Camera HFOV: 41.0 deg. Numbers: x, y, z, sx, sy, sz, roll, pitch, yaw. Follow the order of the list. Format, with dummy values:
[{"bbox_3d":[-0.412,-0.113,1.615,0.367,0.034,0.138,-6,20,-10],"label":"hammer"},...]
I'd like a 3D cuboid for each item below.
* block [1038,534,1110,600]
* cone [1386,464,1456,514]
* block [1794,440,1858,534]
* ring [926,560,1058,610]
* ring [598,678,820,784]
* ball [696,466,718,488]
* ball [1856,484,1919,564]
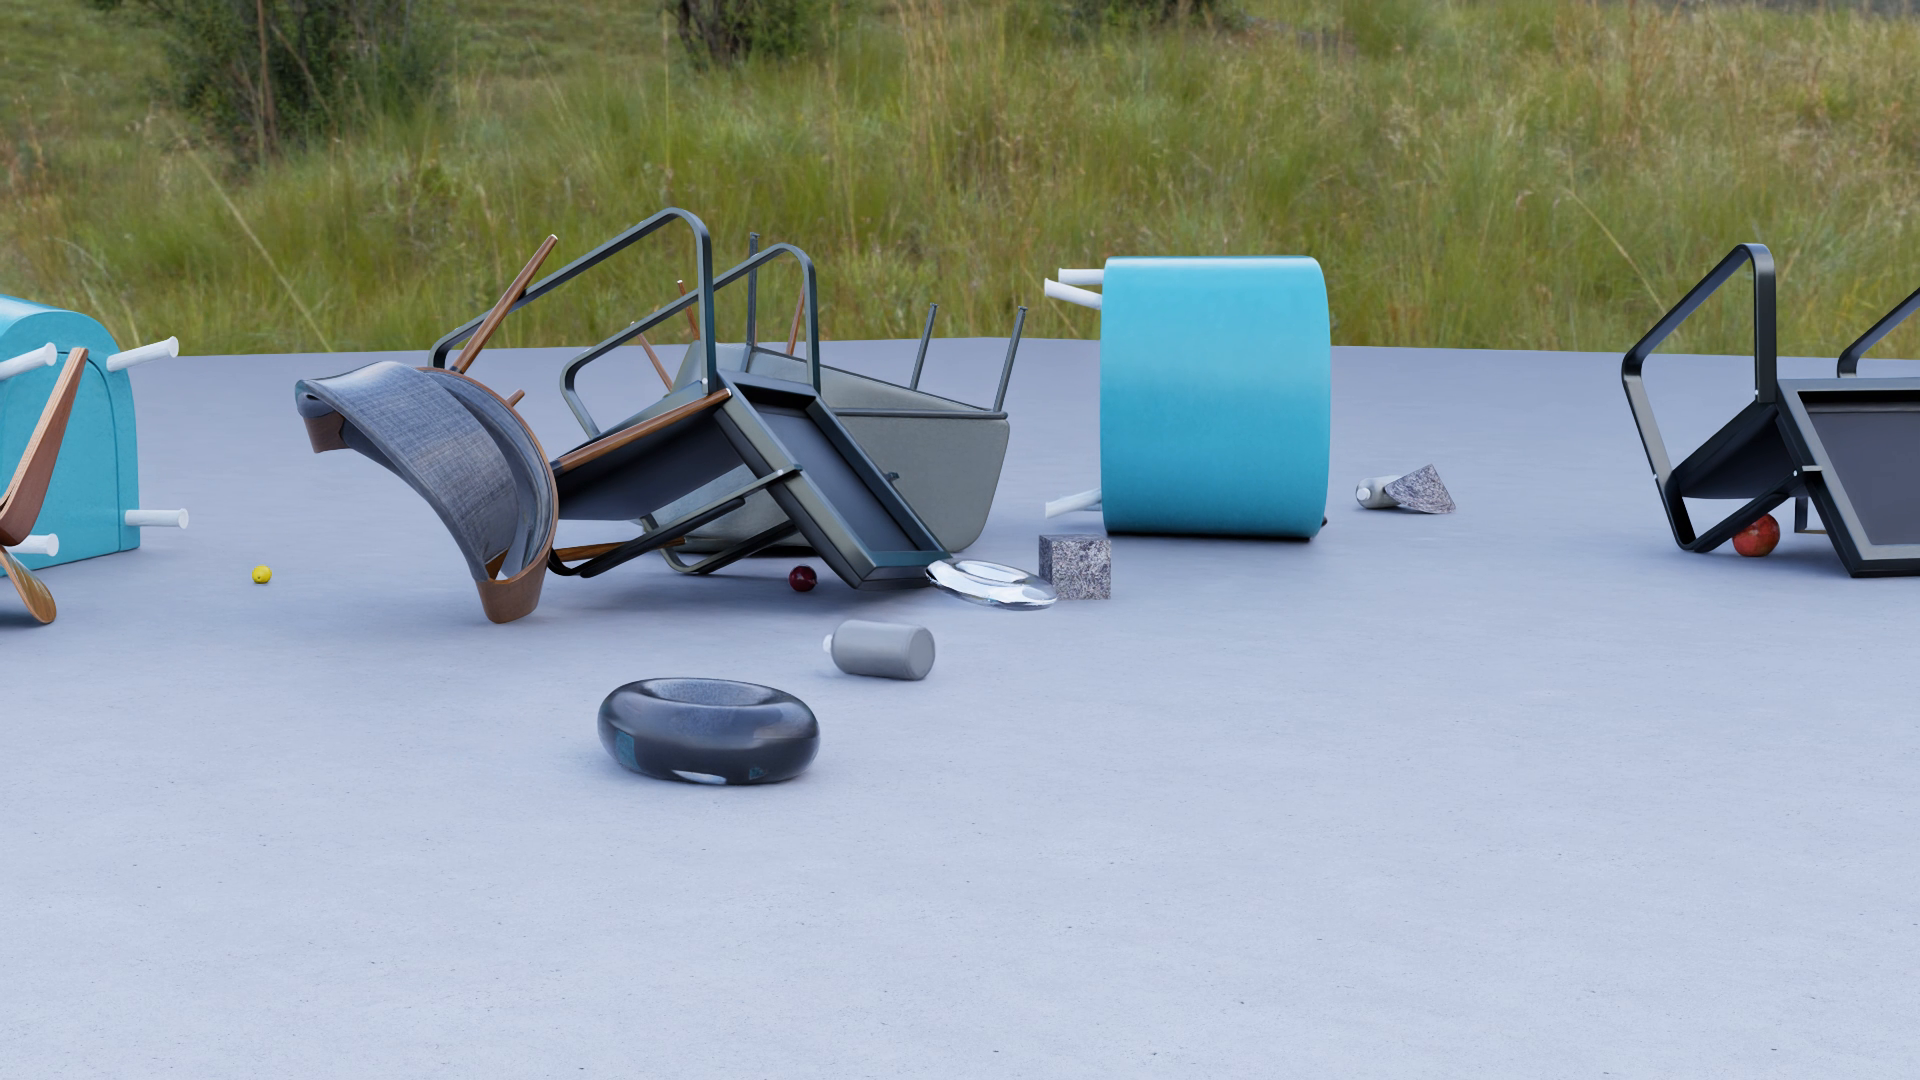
[{"bbox_3d":[0.236,0.055,5.286,0.122,0.121,0.135,-1,6,-10],"label":"block"},{"bbox_3d":[1.306,-0.167,7.189,0.204,0.105,0.244,18,20,10],"label":"cone"},{"bbox_3d":[2.248,-0.137,6.654,0.105,0.224,0.236,3,7,31],"label":"block"},{"bbox_3d":[0.063,0.089,5.189,0.258,0.053,0.363,6,8,-19],"label":"ring"},{"bbox_3d":[-0.339,0.255,3.446,0.262,0.104,0.375,-3,7,-38],"label":"ring"},{"bbox_3d":[-0.789,-0.198,8.008,0.067,0.067,0.067,0,6,0],"label":"ball"},{"bbox_3d":[2.158,-0.038,5.898,0.182,0.182,0.182,0,6,0],"label":"ball"}]
